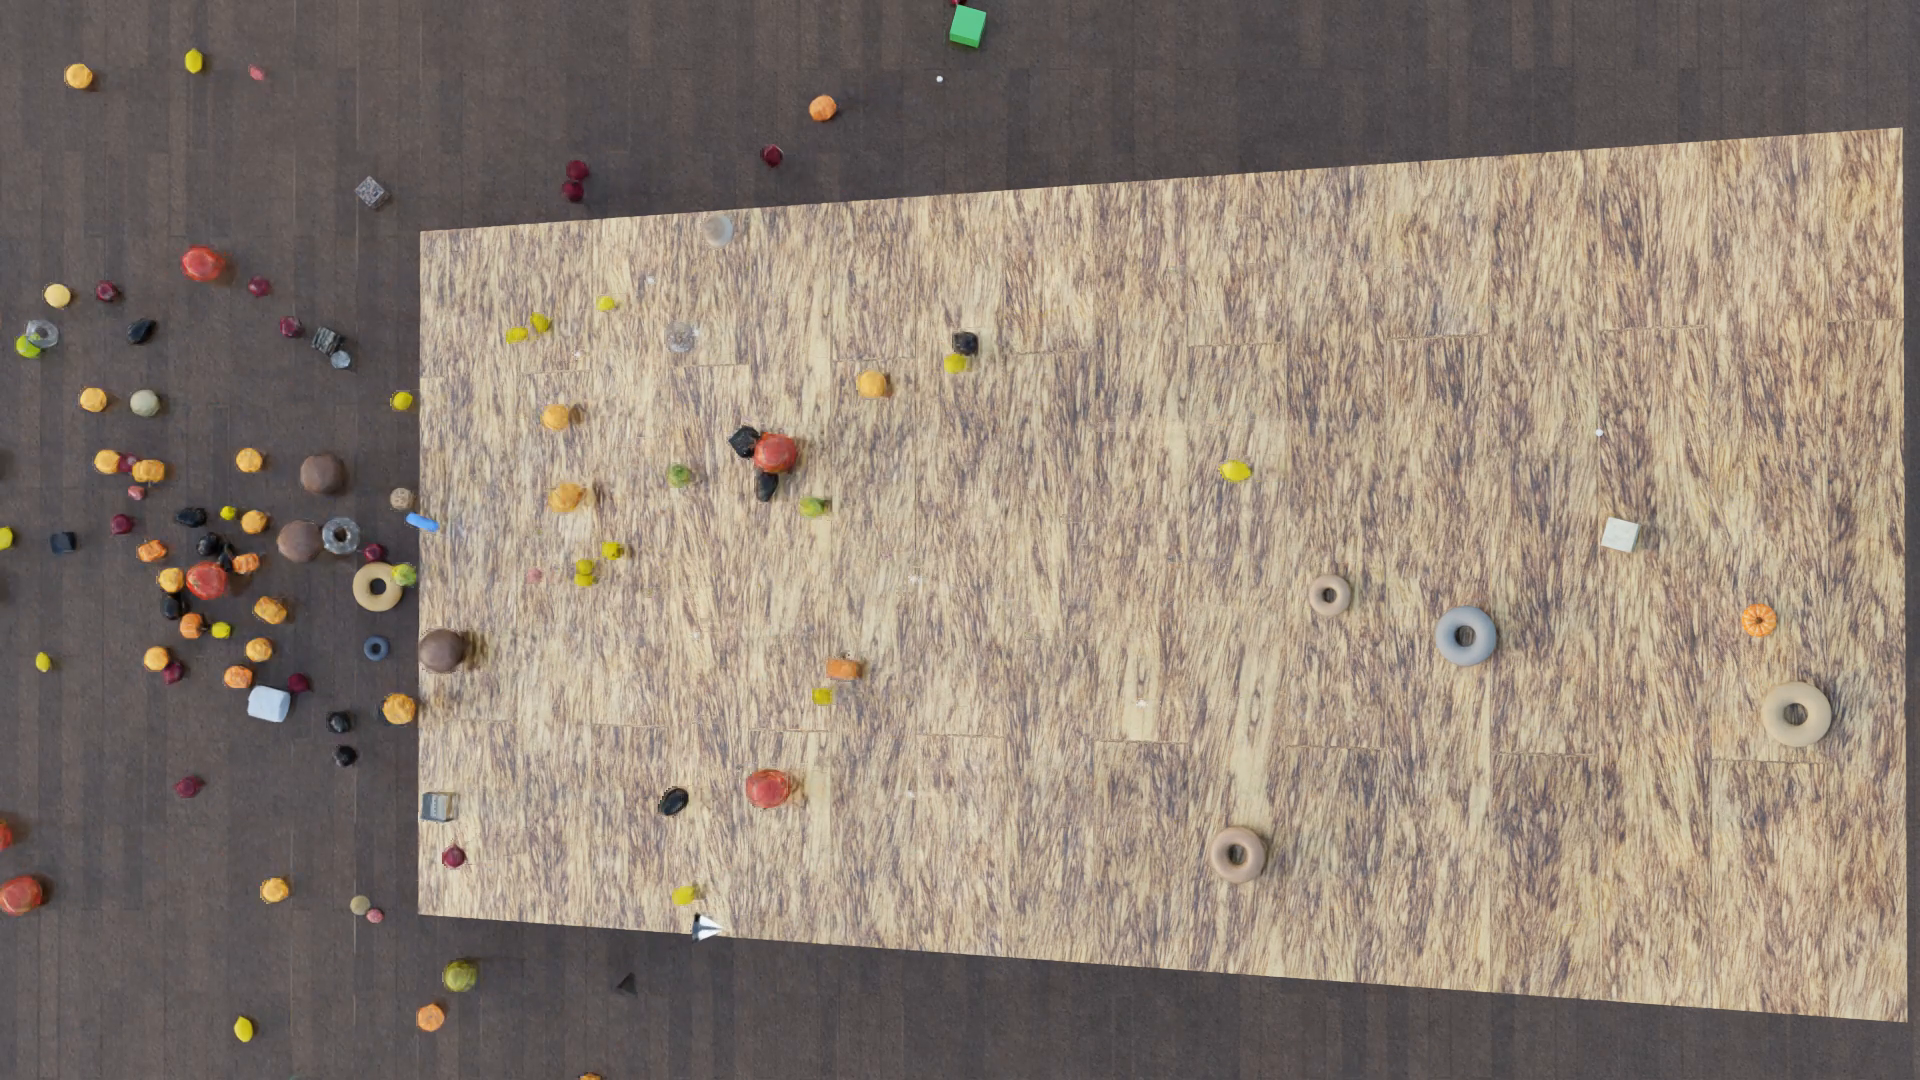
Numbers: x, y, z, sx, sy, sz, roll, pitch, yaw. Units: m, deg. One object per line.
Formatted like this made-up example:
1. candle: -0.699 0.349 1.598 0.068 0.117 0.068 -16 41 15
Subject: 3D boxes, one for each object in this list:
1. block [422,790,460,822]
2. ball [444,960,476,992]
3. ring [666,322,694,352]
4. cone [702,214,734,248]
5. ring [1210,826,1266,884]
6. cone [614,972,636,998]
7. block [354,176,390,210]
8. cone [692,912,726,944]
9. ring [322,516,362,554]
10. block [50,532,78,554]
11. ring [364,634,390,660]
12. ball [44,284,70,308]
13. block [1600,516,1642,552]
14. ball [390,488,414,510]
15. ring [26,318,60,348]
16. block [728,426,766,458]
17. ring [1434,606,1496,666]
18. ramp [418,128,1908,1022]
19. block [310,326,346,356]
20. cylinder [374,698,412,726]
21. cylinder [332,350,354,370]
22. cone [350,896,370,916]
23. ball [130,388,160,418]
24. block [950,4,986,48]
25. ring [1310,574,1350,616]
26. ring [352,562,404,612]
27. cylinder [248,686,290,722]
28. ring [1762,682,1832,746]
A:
1. block: -1.502 0.771 6.360 0.077 0.077 0.077 4 91 22
2. ball: -1.470 1.285 6.476 0.091 0.091 0.091 0 89 0
3. ring: -0.777 -0.563 6.104 0.083 0.028 0.083 0 91 22
4. cone: -0.684 -0.856 6.033 0.094 0.094 0.094 0 89 22
5. ring: 0.690 0.782 5.469 0.144 0.048 0.144 -1 88 24
6. cone: -0.981 1.308 6.506 0.069 0.069 0.069 18 63 0
7. block: -1.742 -1.029 6.518 0.065 0.065 0.065 45 89 0
8. cone: -0.687 1.066 6.040 0.088 0.088 0.088 4 89 -4
9. ring: -1.834 -0.015 6.519 0.118 0.039 0.118 0 89 1
10. block: -2.655 0.008 6.511 0.053 0.053 0.053 -11 89 0
11. ring: -1.729 0.320 6.521 0.077 0.026 0.077 0 89 -1
12. ball: -2.672 -0.723 6.512 0.070 0.070 0.070 0 89 0
13. block: 1.538 -0.012 5.117 0.068 0.068 0.068 16 96 22
14. ball: -1.633 -0.120 6.432 0.067 0.067 0.067 0 89 0
15. ring: -2.709 -0.611 6.492 0.093 0.031 0.093 10 71 -30
16. block: -0.581 -0.267 6.001 0.060 0.060 0.060 -41 75 17
17. ring: 1.210 0.230 5.261 0.146 0.049 0.146 0 90 21
18. ramp: 0.283 0.086 5.726 4.000 0.100 2.000 0 89 22
19. block: -1.870 -0.586 6.511 0.068 0.068 0.068 28 89 0
20. cylinder: -1.660 0.503 6.434 0.080 0.080 0.080 -3 89 38
21. cylinder: -1.829 -0.531 6.517 0.054 0.054 0.054 0 89 0
22. cone: -1.779 1.083 6.494 0.060 0.060 0.060 0 89 0
23. ball: -2.409 -0.405 6.501 0.084 0.084 0.084 0 89 0
24. block: 0.023 -1.522 6.513 0.087 0.087 0.087 15 89 0
25. ring: 0.907 0.136 5.393 0.106 0.035 0.106 -1 88 26
26. ring: -1.723 0.138 6.512 0.150 0.050 0.150 0 90 -1
27. cylinder: -2.038 0.483 6.485 0.093 0.093 0.093 14 89 0
28. ring: 1.892 0.394 4.975 0.149 0.050 0.149 -1 88 24
